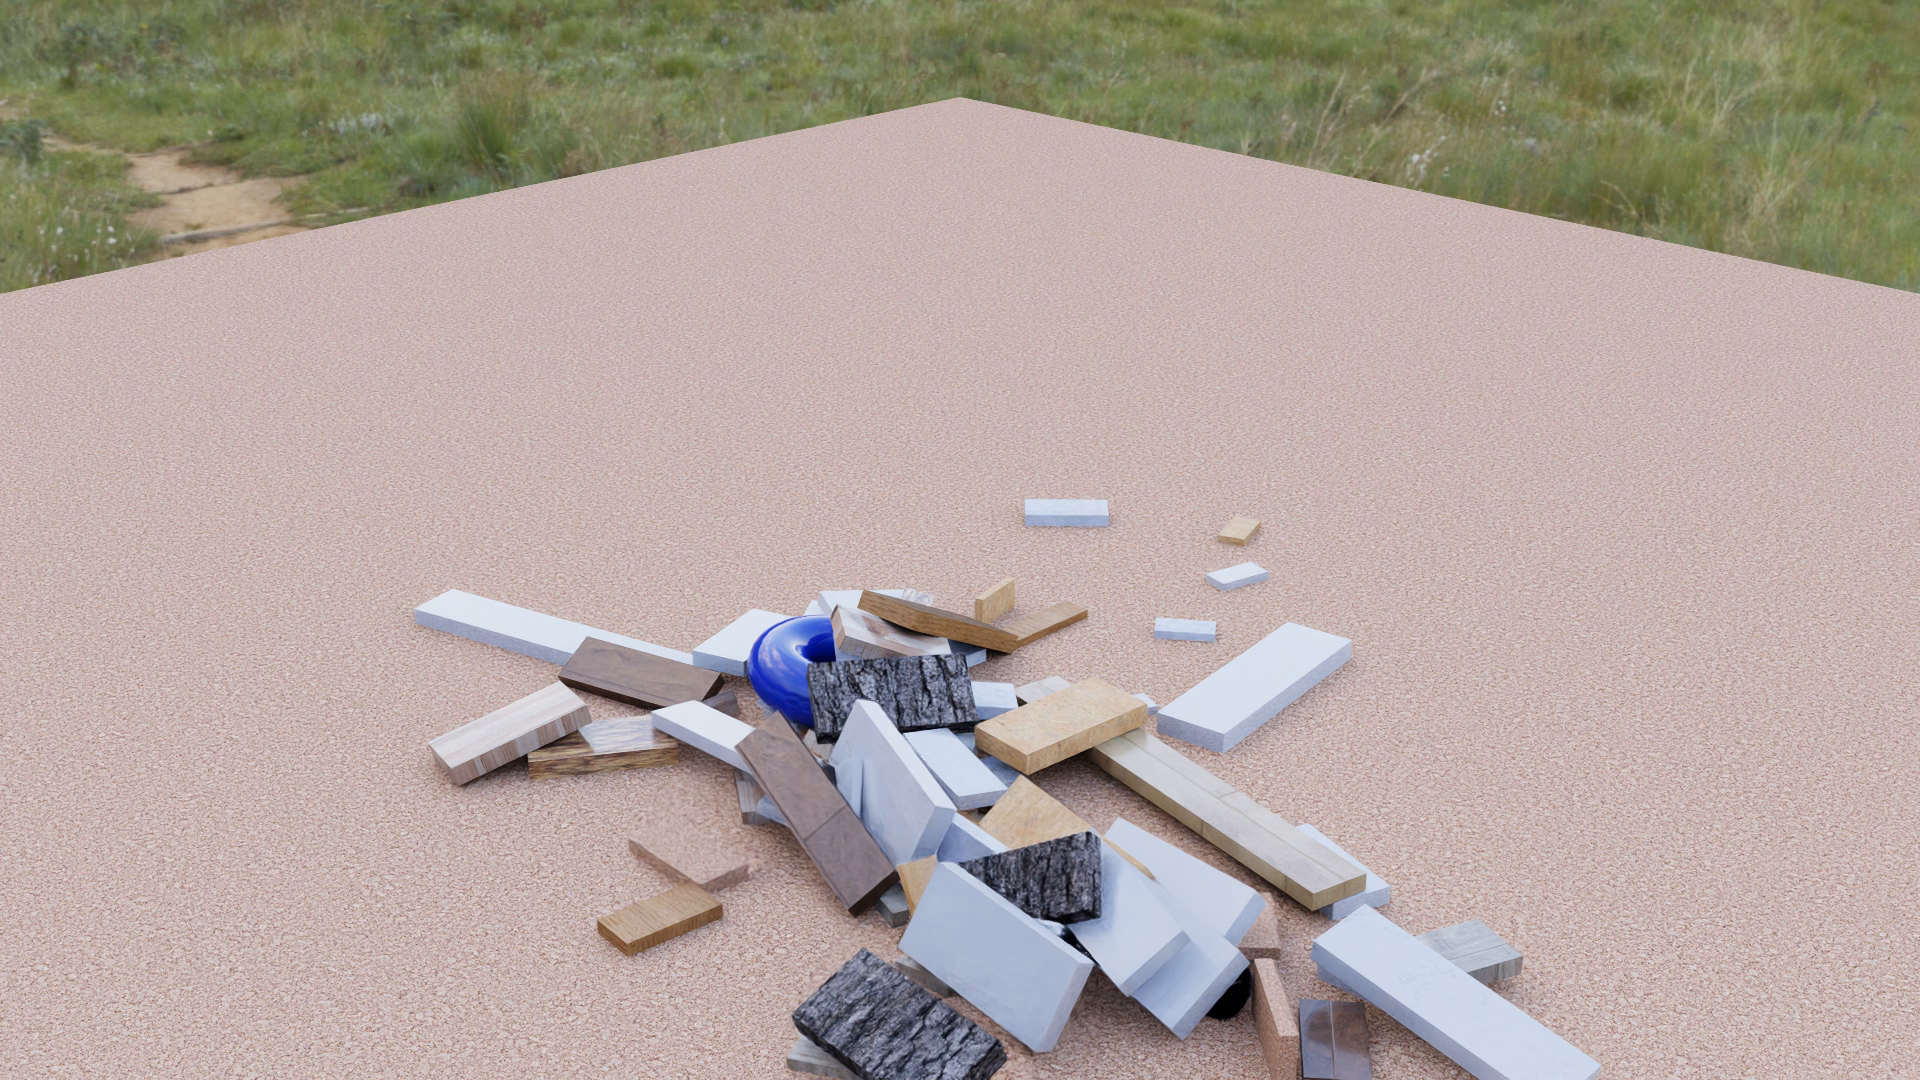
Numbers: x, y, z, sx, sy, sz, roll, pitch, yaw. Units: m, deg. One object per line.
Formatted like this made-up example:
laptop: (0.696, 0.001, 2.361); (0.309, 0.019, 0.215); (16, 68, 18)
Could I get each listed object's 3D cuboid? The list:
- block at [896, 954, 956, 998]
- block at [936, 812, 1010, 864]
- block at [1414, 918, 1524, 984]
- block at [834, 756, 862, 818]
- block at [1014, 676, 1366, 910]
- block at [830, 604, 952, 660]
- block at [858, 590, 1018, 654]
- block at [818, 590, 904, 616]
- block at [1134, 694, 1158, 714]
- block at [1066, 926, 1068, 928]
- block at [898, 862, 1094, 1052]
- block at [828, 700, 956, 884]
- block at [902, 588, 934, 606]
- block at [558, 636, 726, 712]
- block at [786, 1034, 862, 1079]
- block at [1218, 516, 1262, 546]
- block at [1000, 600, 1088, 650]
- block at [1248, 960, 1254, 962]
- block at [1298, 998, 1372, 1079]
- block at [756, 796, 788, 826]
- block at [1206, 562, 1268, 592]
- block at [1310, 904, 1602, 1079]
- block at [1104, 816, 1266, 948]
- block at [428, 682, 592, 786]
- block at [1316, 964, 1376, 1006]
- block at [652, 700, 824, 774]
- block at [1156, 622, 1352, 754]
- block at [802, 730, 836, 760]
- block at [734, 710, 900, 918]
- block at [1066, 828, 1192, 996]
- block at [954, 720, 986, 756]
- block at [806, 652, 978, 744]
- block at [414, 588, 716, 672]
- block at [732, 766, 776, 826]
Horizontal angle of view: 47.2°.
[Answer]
block: (0.000, 0.740, 3.974); (0.116, 0.033, 0.232); (16, 28, 32)
block: (0.026, 0.602, 4.101); (0.034, 0.120, 0.239); (-6, 22, -37)
block: (0.843, 0.746, 3.875); (0.262, 0.037, 0.131); (-10, 25, -22)
block: (-0.222, 0.504, 4.308); (0.021, 0.073, 0.146); (21, 55, -30)
block: (0.433, 0.492, 4.464); (0.131, 0.037, 0.999); (-14, 26, -30)
block: (-0.144, 0.226, 4.767); (0.269, 0.038, 0.135); (19, 23, -21)
block: (-0.045, 0.187, 4.984); (0.155, 0.044, 0.448); (20, 1, 32)
block: (-0.205, 0.164, 5.271); (0.245, 0.035, 0.122); (-1, 27, -23)
block: (0.362, 0.373, 4.859); (0.132, 0.019, 0.066); (-10, 25, -22)
block: (0.220, 0.643, 3.923); (0.120, 0.034, 0.239); (-49, 45, -10)
block: (0.059, 0.716, 3.793); (0.343, 0.171, 0.049); (30, 9, 37)
block: (-0.141, 0.485, 4.267); (0.049, 0.171, 0.404); (15, 18, -32)
block: (-0.108, 0.164, 5.244); (0.074, 0.021, 0.148); (11, 24, 1)
block: (-0.715, 0.311, 4.919); (0.376, 0.035, 0.122); (13, 52, 28)
block: (-0.209, 0.869, 3.685); (0.146, 0.021, 0.073); (7, 24, 16)
block: (0.736, -0.023, 5.789); (0.071, 0.020, 0.142); (10, 25, 23)
block: (0.189, 0.204, 5.254); (0.074, 0.021, 0.265); (21, 31, 41)
block: (0.480, 0.718, 4.035); (0.091, 0.026, 0.182); (-15, 27, -31)
block: (0.631, 0.854, 3.707); (0.111, 0.031, 0.222); (2, 23, 6)
block: (-0.317, 0.520, 4.435); (0.103, 0.029, 0.207); (22, 21, 15)
block: (0.695, 0.091, 5.520); (0.142, 0.020, 0.071); (-14, 27, -30)
block: (0.829, 0.793, 3.708); (0.146, 0.041, 0.488); (-25, 44, -38)
block: (0.372, 0.654, 4.022); (0.353, 0.050, 0.176); (24, 70, 45)
block: (-0.951, 0.407, 4.650); (0.310, 0.044, 0.155); (-25, 28, -23)
block: (0.788, 0.793, 3.852); (0.315, 0.031, 0.111); (21, 30, 40)
block: (-0.469, 0.422, 4.588); (0.115, 0.033, 0.427); (-13, 23, -43)
block: (0.667, 0.324, 4.936); (0.167, 0.047, 0.577); (16, 28, 34)
block: (-0.221, 0.466, 4.541); (0.112, 0.032, 0.223); (33, -4, -42)
block: (-0.282, 0.524, 4.273); (0.116, 0.033, 0.518); (-40, 45, -3)
block: (0.261, 0.646, 3.840); (0.146, 0.041, 0.292); (-41, 44, -2)
block: (-0.014, 0.419, 4.622); (0.112, 0.032, 0.367); (14, 24, 2)
block: (-0.142, 0.329, 4.587); (0.335, 0.047, 0.167); (-3, 56, -13)
block: (-0.930, 0.239, 5.149); (0.801, 0.038, 0.135); (13, 26, 28)
block: (-0.404, 0.515, 4.509); (0.103, 0.029, 0.207); (-4, 23, -10)
